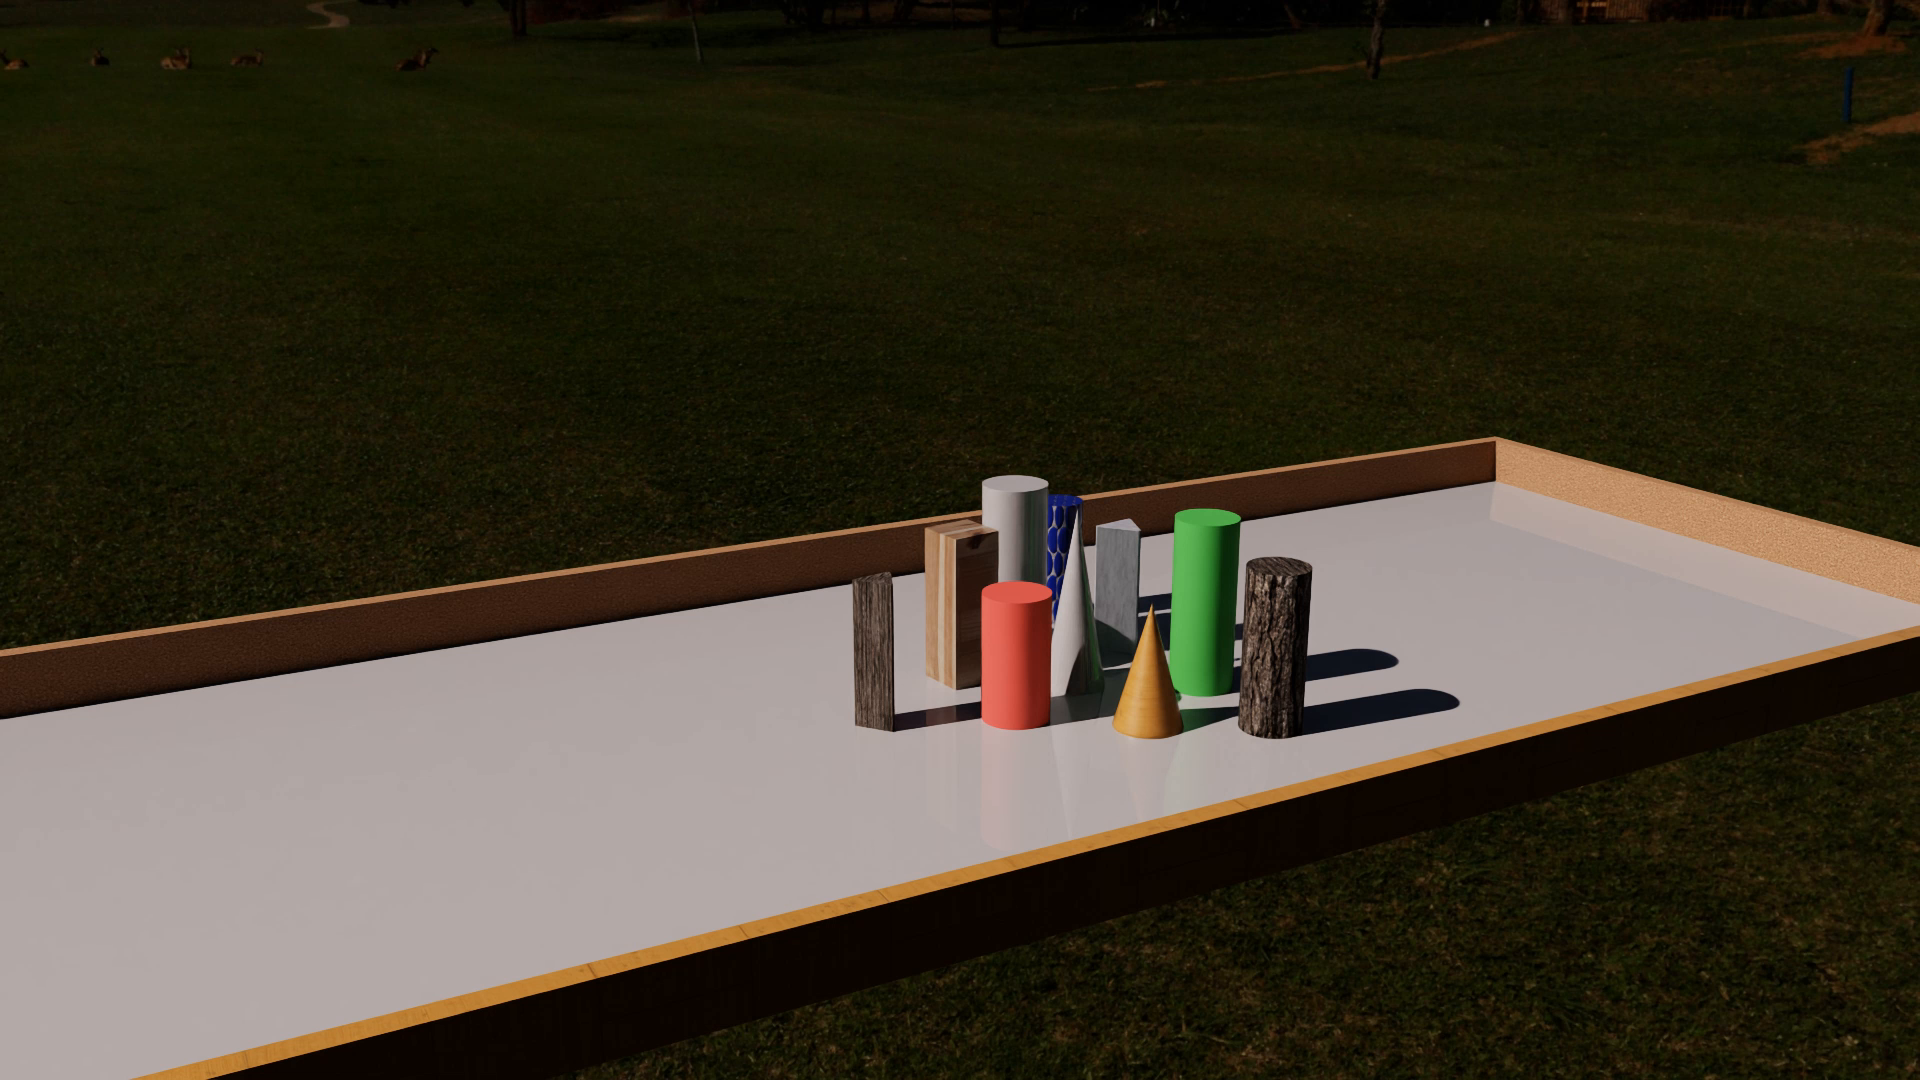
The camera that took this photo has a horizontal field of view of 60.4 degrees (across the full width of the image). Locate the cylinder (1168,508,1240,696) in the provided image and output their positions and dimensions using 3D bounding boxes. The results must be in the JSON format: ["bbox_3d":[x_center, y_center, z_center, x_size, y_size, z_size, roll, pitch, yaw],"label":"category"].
[{"bbox_3d":[0.601,0.153,4.060,0.159,0.436,0.159,0,16,0],"label":"cylinder"}]

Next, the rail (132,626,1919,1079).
[{"bbox_3d":[-2.336,1.006,1.665,12.000,0.150,0.050,-9,18,-27],"label":"rail"}]

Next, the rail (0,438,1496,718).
[{"bbox_3d":[-3.305,0.497,3.399,12.000,0.150,0.050,-9,18,-27],"label":"rail"}]

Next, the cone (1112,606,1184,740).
[{"bbox_3d":[0.441,0.290,3.833,0.168,0.302,0.168,0,16,0],"label":"cone"}]

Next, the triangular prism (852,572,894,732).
[{"bbox_3d":[-0.182,0.257,3.844,0.102,0.359,0.088,7,18,23],"label":"triangular prism"}]

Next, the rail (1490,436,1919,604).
[{"bbox_3d":[2.466,-0.048,5.253,0.050,0.150,2.100,-9,18,-27],"label":"rail"}]

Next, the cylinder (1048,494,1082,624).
[{"bbox_3d":[0.274,0.052,4.581,0.129,0.336,0.129,0,16,0],"label":"cylinder"}]

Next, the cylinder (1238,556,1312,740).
[{"bbox_3d":[0.727,0.248,3.811,0.148,0.394,0.148,0,16,0],"label":"cylinder"}]

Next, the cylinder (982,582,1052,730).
[{"bbox_3d":[0.132,0.271,3.880,0.165,0.312,0.165,0,16,0],"label":"cylinder"}]

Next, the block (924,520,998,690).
[{"bbox_3d":[0.004,0.160,4.119,0.130,0.389,0.130,-12,20,-34],"label":"block"}]

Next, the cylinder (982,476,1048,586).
[{"bbox_3d":[0.143,0.067,4.335,0.172,0.446,0.172,0,16,0],"label":"cylinder"}]

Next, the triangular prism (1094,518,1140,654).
[{"bbox_3d":[0.427,0.120,4.345,0.117,0.339,0.102,7,18,21],"label":"triangular prism"}]

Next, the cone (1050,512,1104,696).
[{"bbox_3d":[0.285,0.141,4.064,0.155,0.456,0.155,0,16,0],"label":"cone"}]
